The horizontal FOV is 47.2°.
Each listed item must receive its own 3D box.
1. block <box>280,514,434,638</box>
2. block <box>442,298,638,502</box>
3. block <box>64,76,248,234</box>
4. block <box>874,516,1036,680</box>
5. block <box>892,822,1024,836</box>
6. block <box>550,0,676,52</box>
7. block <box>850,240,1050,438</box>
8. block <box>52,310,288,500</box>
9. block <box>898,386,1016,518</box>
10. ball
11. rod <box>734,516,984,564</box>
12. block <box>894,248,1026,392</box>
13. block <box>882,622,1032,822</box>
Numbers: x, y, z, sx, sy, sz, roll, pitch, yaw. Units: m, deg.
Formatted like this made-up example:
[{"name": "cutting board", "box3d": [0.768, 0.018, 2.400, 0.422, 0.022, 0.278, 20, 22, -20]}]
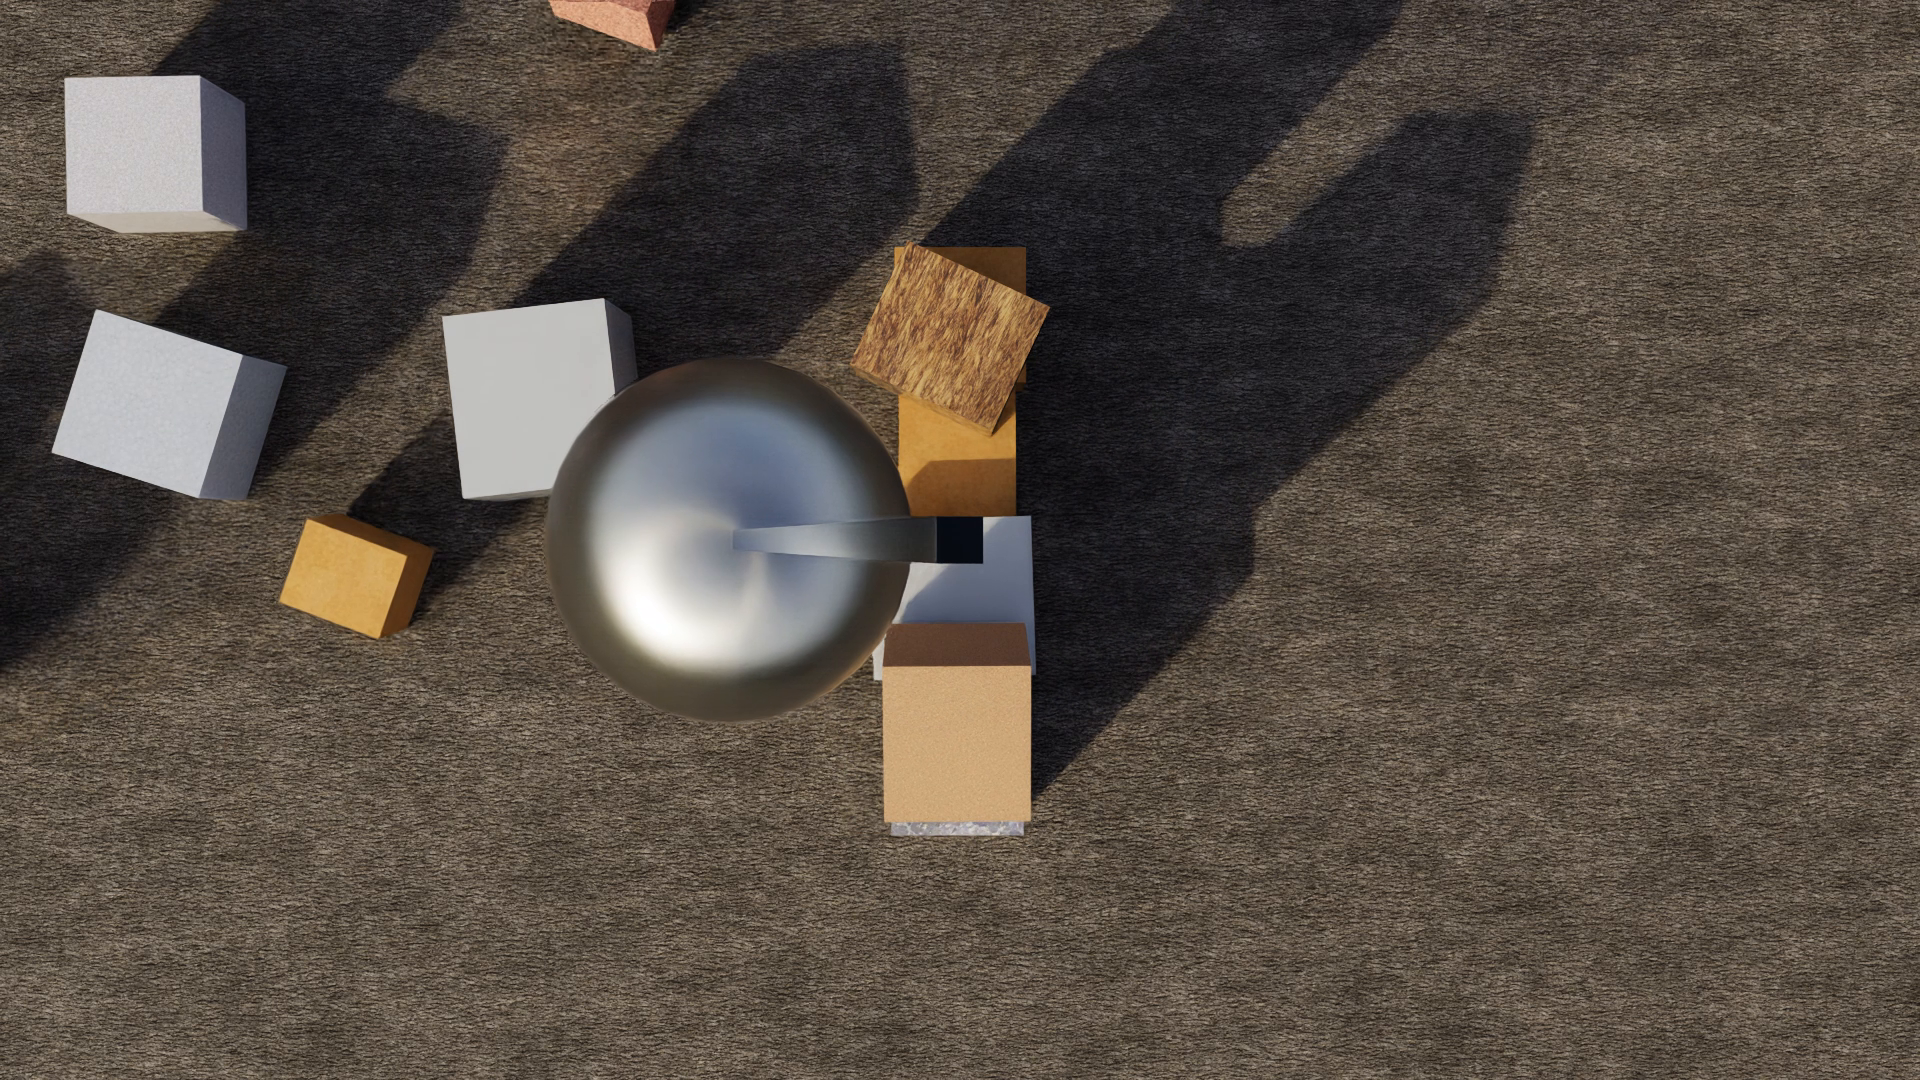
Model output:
[{"name": "block", "box3d": [-3.473, 0.202, 12.698, 0.605, 0.559, 0.502, 20, 94, 1]}, {"name": "block", "box3d": [-2.330, -0.774, 12.508, 0.891, 0.984, 1.001, -7, 90, 0]}, {"name": "block", "box3d": [-4.595, -2.199, 12.613, 0.752, 0.774, 0.754, -1, 90, 0]}, {"name": "block", "box3d": [-0.041, 0.317, 12.516, 0.887, 0.967, 0.871, -2, 90, 0]}, {"name": "block", "box3d": [-0.014, 1.198, 12.573, 0.730, 0.854, 0.866, 0, 90, 0]}, {"name": "block", "box3d": [-1.970, -3.289, 12.653, 0.636, 0.625, 0.591, 20, 83, 0]}, {"name": "block", "box3d": [-0.052, -1.068, 11.880, 0.826, 0.715, 0.717, 25, 90, 0]}, {"name": "block", "box3d": [-4.506, -0.756, 12.595, 0.853, 0.810, 0.832, 17, 90, 0]}, {"name": "block", "box3d": [-0.014, -0.499, 12.618, 0.649, 0.764, 0.741, 0, 90, 0]}, {"name": "ball", "box3d": [-1.007, 0.000, 9.634, 1.600, 1.600, 1.600, 0, 90, 0]}, {"name": "rod", "box3d": [-0.436, 0.000, 6.282, 0.080, 5.200, 0.080, 0, 90, -10]}, {"name": "block", "box3d": [0.002, -1.254, 12.621, 0.731, 0.758, 0.754, 0, 90, 0]}, {"name": "block", "box3d": [-0.017, 0.949, 11.629, 0.752, 0.873, 0.826, 0, 102, 0]}]
